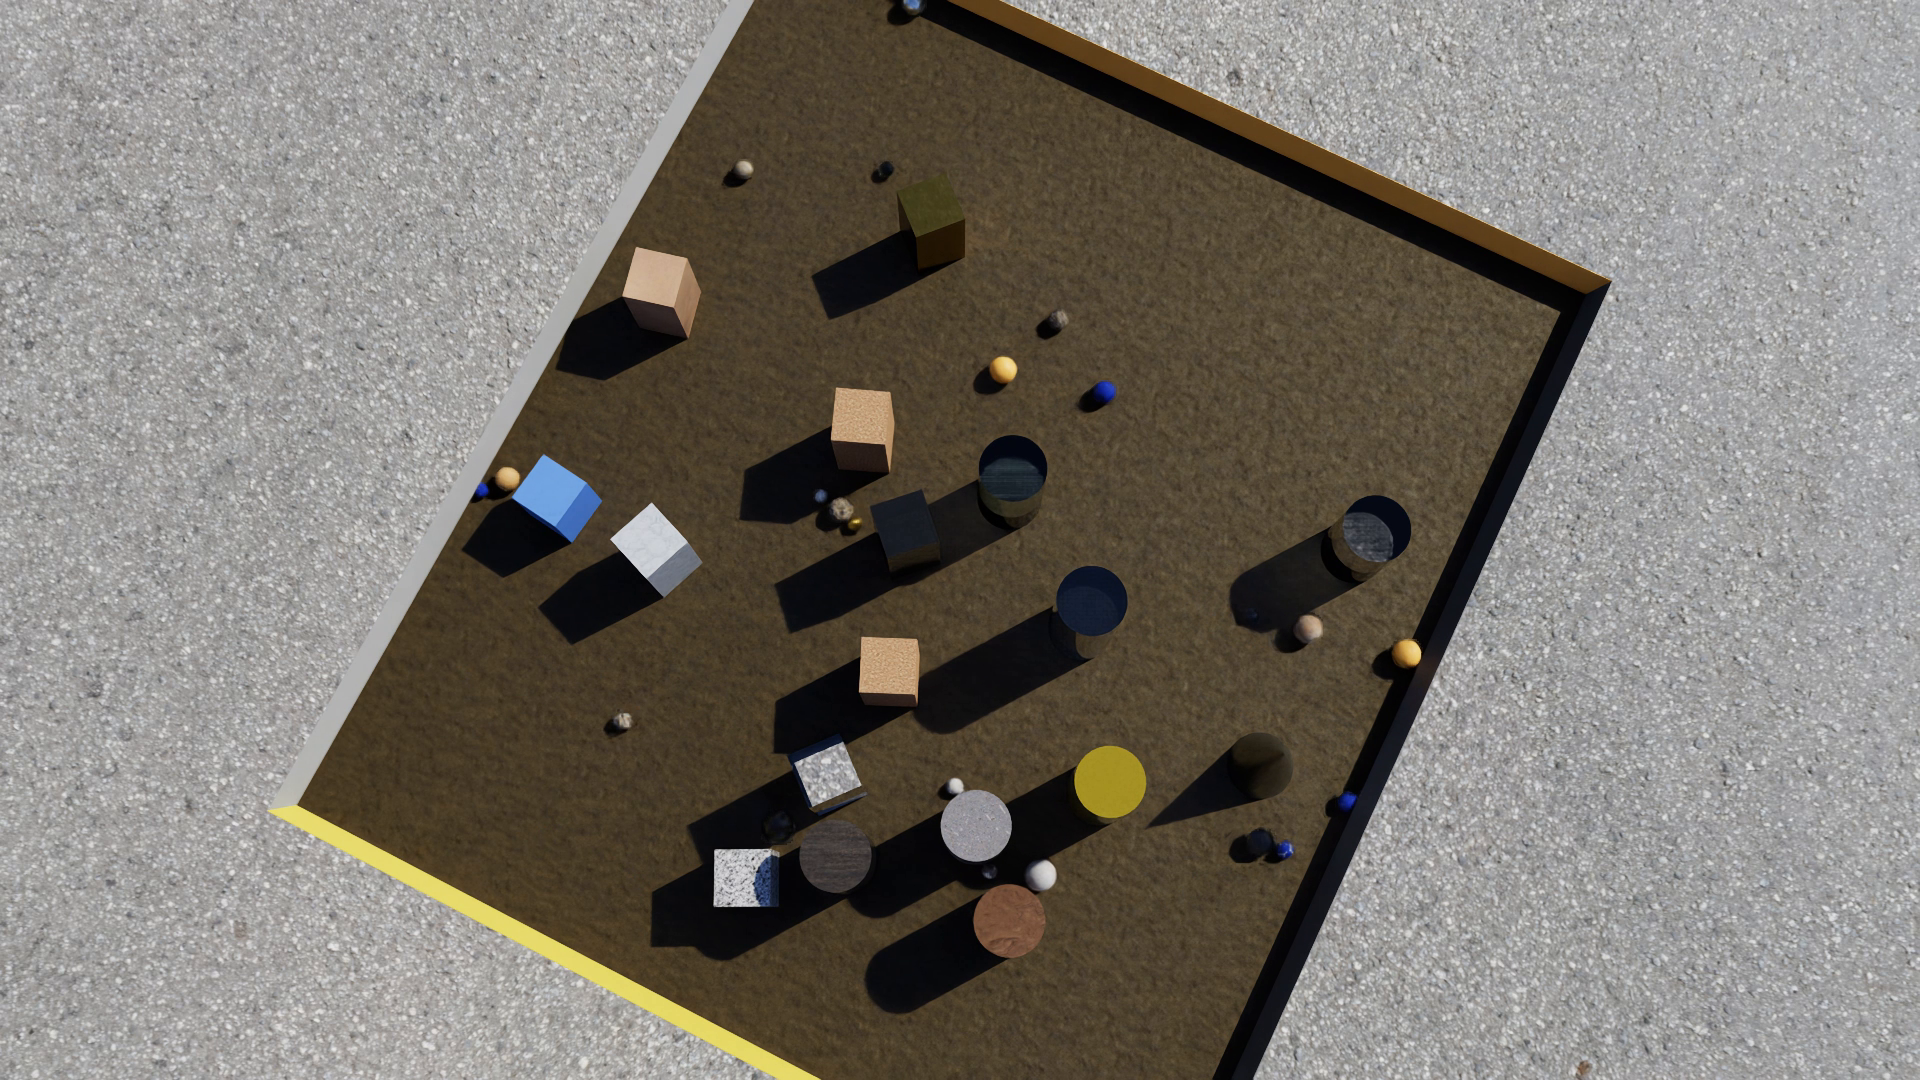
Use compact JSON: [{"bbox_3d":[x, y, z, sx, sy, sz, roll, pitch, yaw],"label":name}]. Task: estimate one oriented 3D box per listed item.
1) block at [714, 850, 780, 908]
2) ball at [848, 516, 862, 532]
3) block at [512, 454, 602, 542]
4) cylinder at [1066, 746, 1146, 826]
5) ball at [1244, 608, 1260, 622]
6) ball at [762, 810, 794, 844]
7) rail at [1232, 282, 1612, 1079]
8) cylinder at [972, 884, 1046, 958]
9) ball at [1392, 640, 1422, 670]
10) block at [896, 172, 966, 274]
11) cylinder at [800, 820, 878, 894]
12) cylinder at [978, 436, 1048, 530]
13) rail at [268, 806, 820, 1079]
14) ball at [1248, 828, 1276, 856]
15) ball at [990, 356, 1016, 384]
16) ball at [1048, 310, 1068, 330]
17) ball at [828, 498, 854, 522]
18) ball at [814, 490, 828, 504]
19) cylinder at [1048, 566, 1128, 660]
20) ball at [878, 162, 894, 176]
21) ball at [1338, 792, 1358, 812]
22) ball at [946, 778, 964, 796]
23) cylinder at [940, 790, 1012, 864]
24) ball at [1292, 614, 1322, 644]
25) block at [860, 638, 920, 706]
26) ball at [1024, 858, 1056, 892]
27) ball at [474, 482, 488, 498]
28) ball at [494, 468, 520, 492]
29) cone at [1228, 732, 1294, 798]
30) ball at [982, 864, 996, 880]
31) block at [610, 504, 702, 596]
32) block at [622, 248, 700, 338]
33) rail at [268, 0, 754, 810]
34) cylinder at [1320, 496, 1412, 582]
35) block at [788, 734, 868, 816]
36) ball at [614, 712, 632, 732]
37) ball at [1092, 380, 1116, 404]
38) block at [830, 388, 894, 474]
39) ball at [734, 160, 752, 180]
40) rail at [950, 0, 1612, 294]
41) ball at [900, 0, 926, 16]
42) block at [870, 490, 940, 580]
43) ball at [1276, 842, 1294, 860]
[{"bbox_3d":[-0.613,0.977,5.287,0.159,0.249,0.159,-1,78,0],"label":"block"},{"bbox_3d":[-0.320,-0.050,5.604,0.046,0.046,0.046,0,78,0],"label":"ball"},{"bbox_3d":[-1.211,-0.123,5.520,0.159,0.239,0.159,33,80,6],"label":"block"},{"bbox_3d":[0.415,0.709,5.259,0.198,0.413,0.198,0,78,0],"label":"cylinder"},{"bbox_3d":[0.884,0.229,5.547,0.043,0.043,0.043,0,78,0],"label":"ball"},{"bbox_3d":[-0.535,0.845,5.391,0.099,0.099,0.099,0,78,0],"label":"ball"},{"bbox_3d":[1.265,0.626,5.420,0.045,0.129,3.250,26,80,5],"label":"rail"},{"bbox_3d":[0.136,1.082,5.207,0.198,0.364,0.198,0,78,0],"label":"cylinder"},{"bbox_3d":[1.341,0.345,5.500,0.088,0.088,0.088,0,78,0],"label":"ball"},{"bbox_3d":[-0.087,-0.971,5.651,0.159,0.326,0.159,-21,79,-4],"label":"block"},{"bbox_3d":[-0.341,0.906,5.218,0.198,0.413,0.198,0,78,0],"label":"cylinder"},{"bbox_3d":[0.153,-0.168,5.456,0.198,0.382,0.198,0,78,0],"label":"cylinder"},{"bbox_3d":[-0.716,1.409,5.258,2.877,0.129,0.045,26,80,5],"label":"rail"},{"bbox_3d":[0.886,0.888,5.391,0.081,0.081,0.081,0,78,0],"label":"ball"},{"bbox_3d":[0.134,-0.526,5.682,0.085,0.085,0.085,0,78,0],"label":"ball"},{"bbox_3d":[0.306,-0.685,5.726,0.063,0.063,0.063,0,78,0],"label":"ball"},{"bbox_3d":[-0.364,-0.092,5.597,0.075,0.075,0.075,0,78,0],"label":"ball"},{"bbox_3d":[-0.425,-0.133,5.623,0.041,0.041,0.041,0,78,0],"label":"ball"},{"bbox_3d":[0.366,0.218,5.324,0.198,0.485,0.198,0,78,0],"label":"cylinder"},{"bbox_3d":[-0.235,-1.181,5.837,0.048,0.048,0.048,0,78,0],"label":"ball"},{"bbox_3d":[1.150,0.777,5.425,0.061,0.061,0.061,0,78,0],"label":"ball"},{"bbox_3d":[-0.014,0.732,5.439,0.051,0.051,0.051,0,78,0],"label":"ball"},{"bbox_3d":[0.045,0.830,5.273,0.198,0.336,0.198,0,78,0],"label":"cylinder"},{"bbox_3d":[1.046,0.268,5.517,0.087,0.087,0.087,0,78,0],"label":"ball"},{"bbox_3d":[-0.205,0.390,5.374,0.159,0.317,0.159,2,78,0],"label":"block"},{"bbox_3d":[0.235,0.982,5.365,0.094,0.094,0.094,0,78,0],"label":"ball"},{"bbox_3d":[-1.469,-0.154,5.625,0.046,0.046,0.046,0,78,0],"label":"ball"},{"bbox_3d":[-1.388,-0.186,5.617,0.075,0.075,0.075,0,78,0],"label":"ball"},{"bbox_3d":[0.897,0.633,5.275,0.198,0.412,0.198,0,78,0],"label":"cone"},{"bbox_3d":[0.085,0.975,5.392,0.046,0.046,0.046,0,78,0],"label":"ball"},{"bbox_3d":[-0.898,0.034,5.447,0.159,0.319,0.159,-42,81,-8],"label":"block"},{"bbox_3d":[-0.912,-0.755,5.620,0.159,0.299,0.159,13,79,3],"label":"block"},{"bbox_3d":[-1.265,-0.613,5.677,0.045,0.129,3.250,26,80,5],"label":"rail"},{"bbox_3d":[1.203,0.001,5.447,0.198,0.331,0.198,0,78,0],"label":"cylinder"},{"bbox_3d":[-0.378,0.679,5.281,0.159,0.381,0.159,-23,79,-5],"label":"block"},{"bbox_3d":[-1.007,0.543,5.476,0.056,0.056,0.056,0,78,0],"label":"ball"},{"bbox_3d":[0.446,-0.457,5.675,0.071,0.071,0.071,0,78,0],"label":"ball"},{"bbox_3d":[-0.289,-0.325,5.505,0.159,0.350,0.159,5,78,1],"label":"block"},{"bbox_3d":[-0.690,-1.176,5.829,0.061,0.061,0.061,0,78,0],"label":"ball"},{"bbox_3d":[0.716,-1.395,5.839,2.877,0.129,0.045,26,80,5],"label":"rail"},{"bbox_3d":[-0.153,-1.741,5.937,0.079,0.079,0.079,0,78,0],"label":"ball"},{"bbox_3d":[-0.159,-0.012,5.437,0.159,0.357,0.159,-18,79,-4],"label":"block"},{"bbox_3d":[0.956,0.915,5.401,0.051,0.051,0.051,0,78,0],"label":"ball"}]
